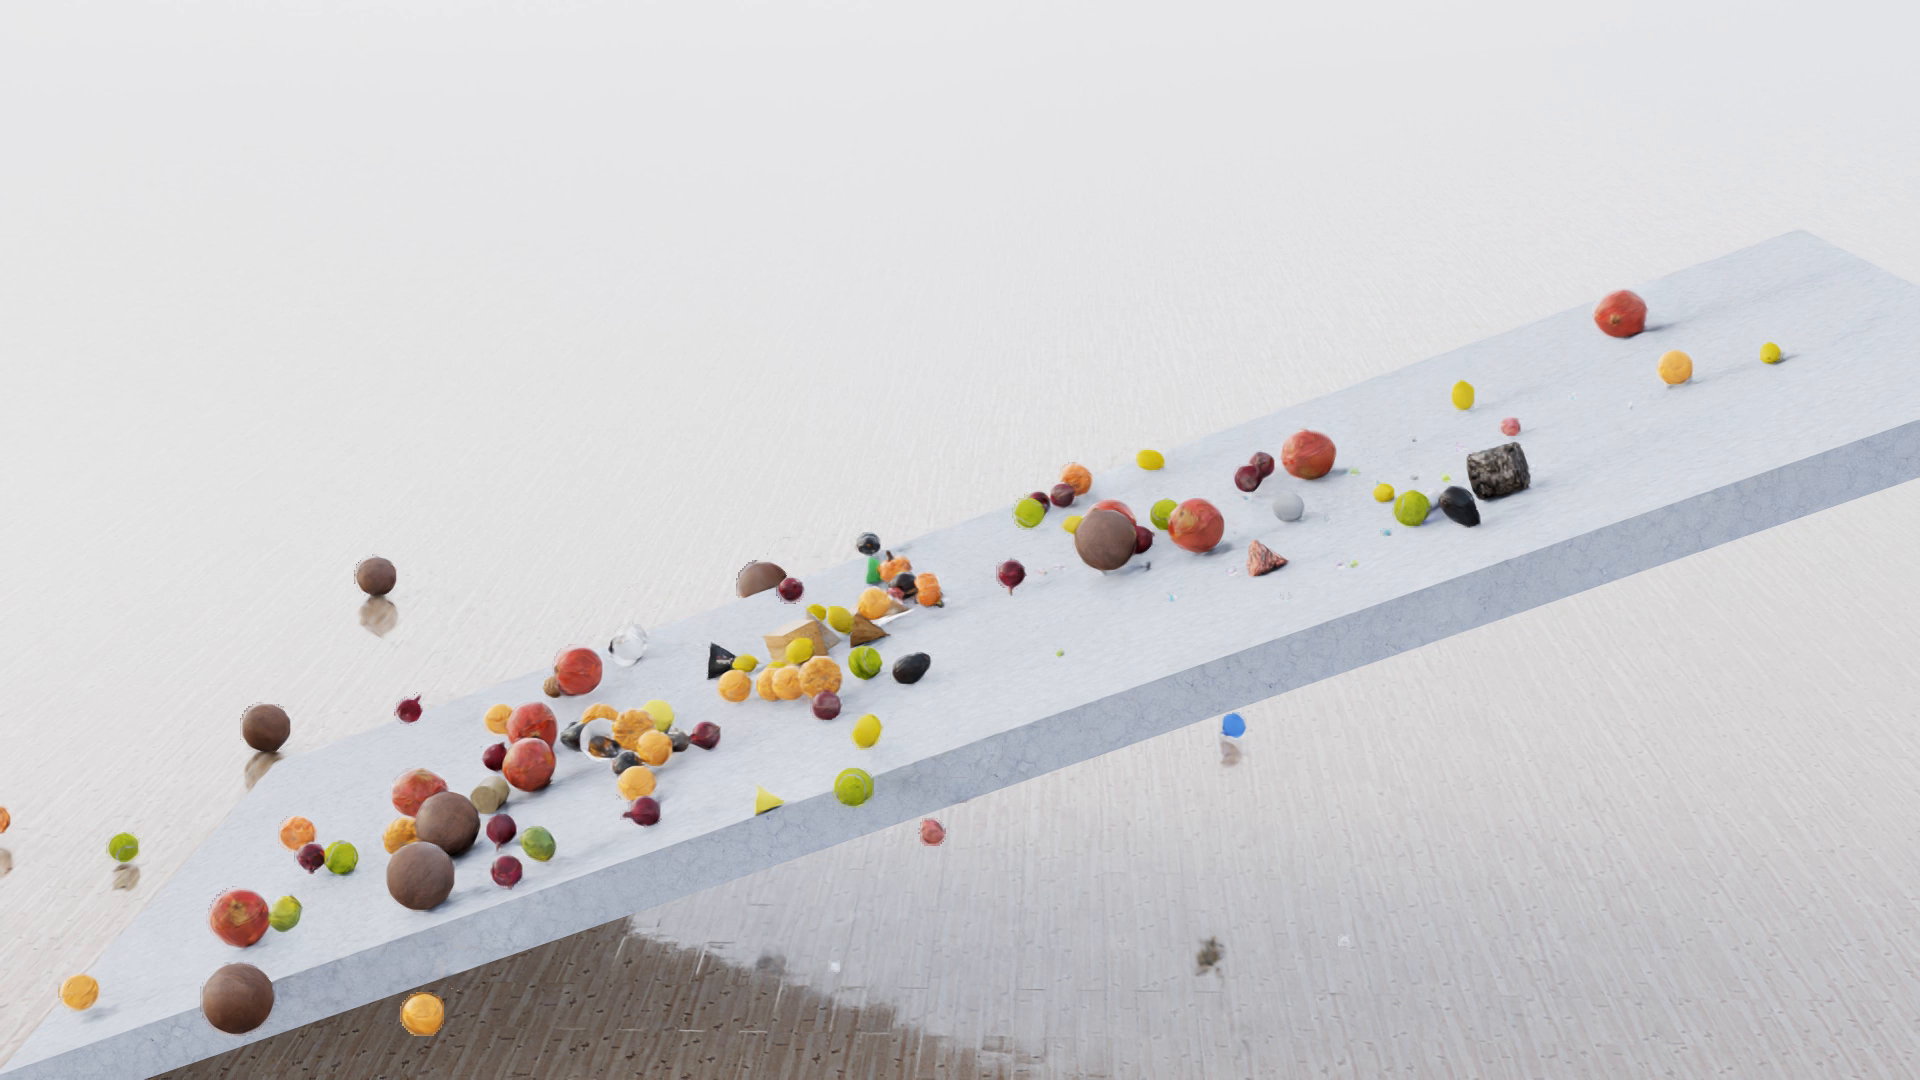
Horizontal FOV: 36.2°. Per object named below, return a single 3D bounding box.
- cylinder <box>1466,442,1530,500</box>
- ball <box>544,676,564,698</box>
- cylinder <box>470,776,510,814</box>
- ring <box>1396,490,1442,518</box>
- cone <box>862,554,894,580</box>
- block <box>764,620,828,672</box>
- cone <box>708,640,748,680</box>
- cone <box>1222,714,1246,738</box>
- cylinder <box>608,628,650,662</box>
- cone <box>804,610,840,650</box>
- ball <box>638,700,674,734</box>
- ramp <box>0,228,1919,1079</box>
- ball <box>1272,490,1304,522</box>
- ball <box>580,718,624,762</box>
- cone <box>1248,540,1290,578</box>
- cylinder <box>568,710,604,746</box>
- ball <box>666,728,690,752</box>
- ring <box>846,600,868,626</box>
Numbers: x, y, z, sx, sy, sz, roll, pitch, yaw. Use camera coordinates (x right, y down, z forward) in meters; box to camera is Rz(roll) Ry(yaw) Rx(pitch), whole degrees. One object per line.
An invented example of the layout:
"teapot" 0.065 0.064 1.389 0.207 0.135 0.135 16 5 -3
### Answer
"cylinder" 1.033 -0.132 5.643 0.092 0.092 0.092 -15 5 26
"ball" -0.967 0.350 7.003 0.050 0.050 0.050 0 13 0
"cylinder" -0.980 0.532 6.136 0.063 0.063 0.063 3 16 11
"ring" 0.897 -0.072 5.753 0.097 0.032 0.097 -20 10 4
"cone" -0.183 0.076 6.958 0.070 0.070 0.070 23 7 -16
"block" -0.358 0.230 6.400 0.087 0.087 0.087 -27 13 -31
"cone" -0.518 0.274 6.597 0.090 0.090 0.090 6 12 -5
"cone" 0.728 0.517 8.005 0.071 0.071 0.071 -8 -19 -31
"cylinder" -0.797 0.253 7.074 0.081 0.081 0.081 2 0 10
"cone" -0.324 0.194 6.494 0.095 0.095 0.095 -20 11 4
"ball" -0.645 0.376 6.254 0.075 0.075 0.075 0 13 0
"ramp" 0.115 0.177 6.298 4.000 0.100 2.000 -19 11 6
"ball" 0.675 -0.069 6.046 0.065 0.065 0.065 0 13 0
"ball" -0.756 0.421 6.194 0.092 0.092 0.092 0 13 0
"cone" 0.607 0.039 5.736 0.076 0.076 0.076 5 12 -10
"cylinder" -0.813 0.412 6.421 0.060 0.060 0.060 9 28 36
"ball" -0.580 0.411 6.037 0.050 0.050 0.050 0 13 0
"ring" -0.204 0.160 6.588 0.114 0.038 0.114 -19 13 4
